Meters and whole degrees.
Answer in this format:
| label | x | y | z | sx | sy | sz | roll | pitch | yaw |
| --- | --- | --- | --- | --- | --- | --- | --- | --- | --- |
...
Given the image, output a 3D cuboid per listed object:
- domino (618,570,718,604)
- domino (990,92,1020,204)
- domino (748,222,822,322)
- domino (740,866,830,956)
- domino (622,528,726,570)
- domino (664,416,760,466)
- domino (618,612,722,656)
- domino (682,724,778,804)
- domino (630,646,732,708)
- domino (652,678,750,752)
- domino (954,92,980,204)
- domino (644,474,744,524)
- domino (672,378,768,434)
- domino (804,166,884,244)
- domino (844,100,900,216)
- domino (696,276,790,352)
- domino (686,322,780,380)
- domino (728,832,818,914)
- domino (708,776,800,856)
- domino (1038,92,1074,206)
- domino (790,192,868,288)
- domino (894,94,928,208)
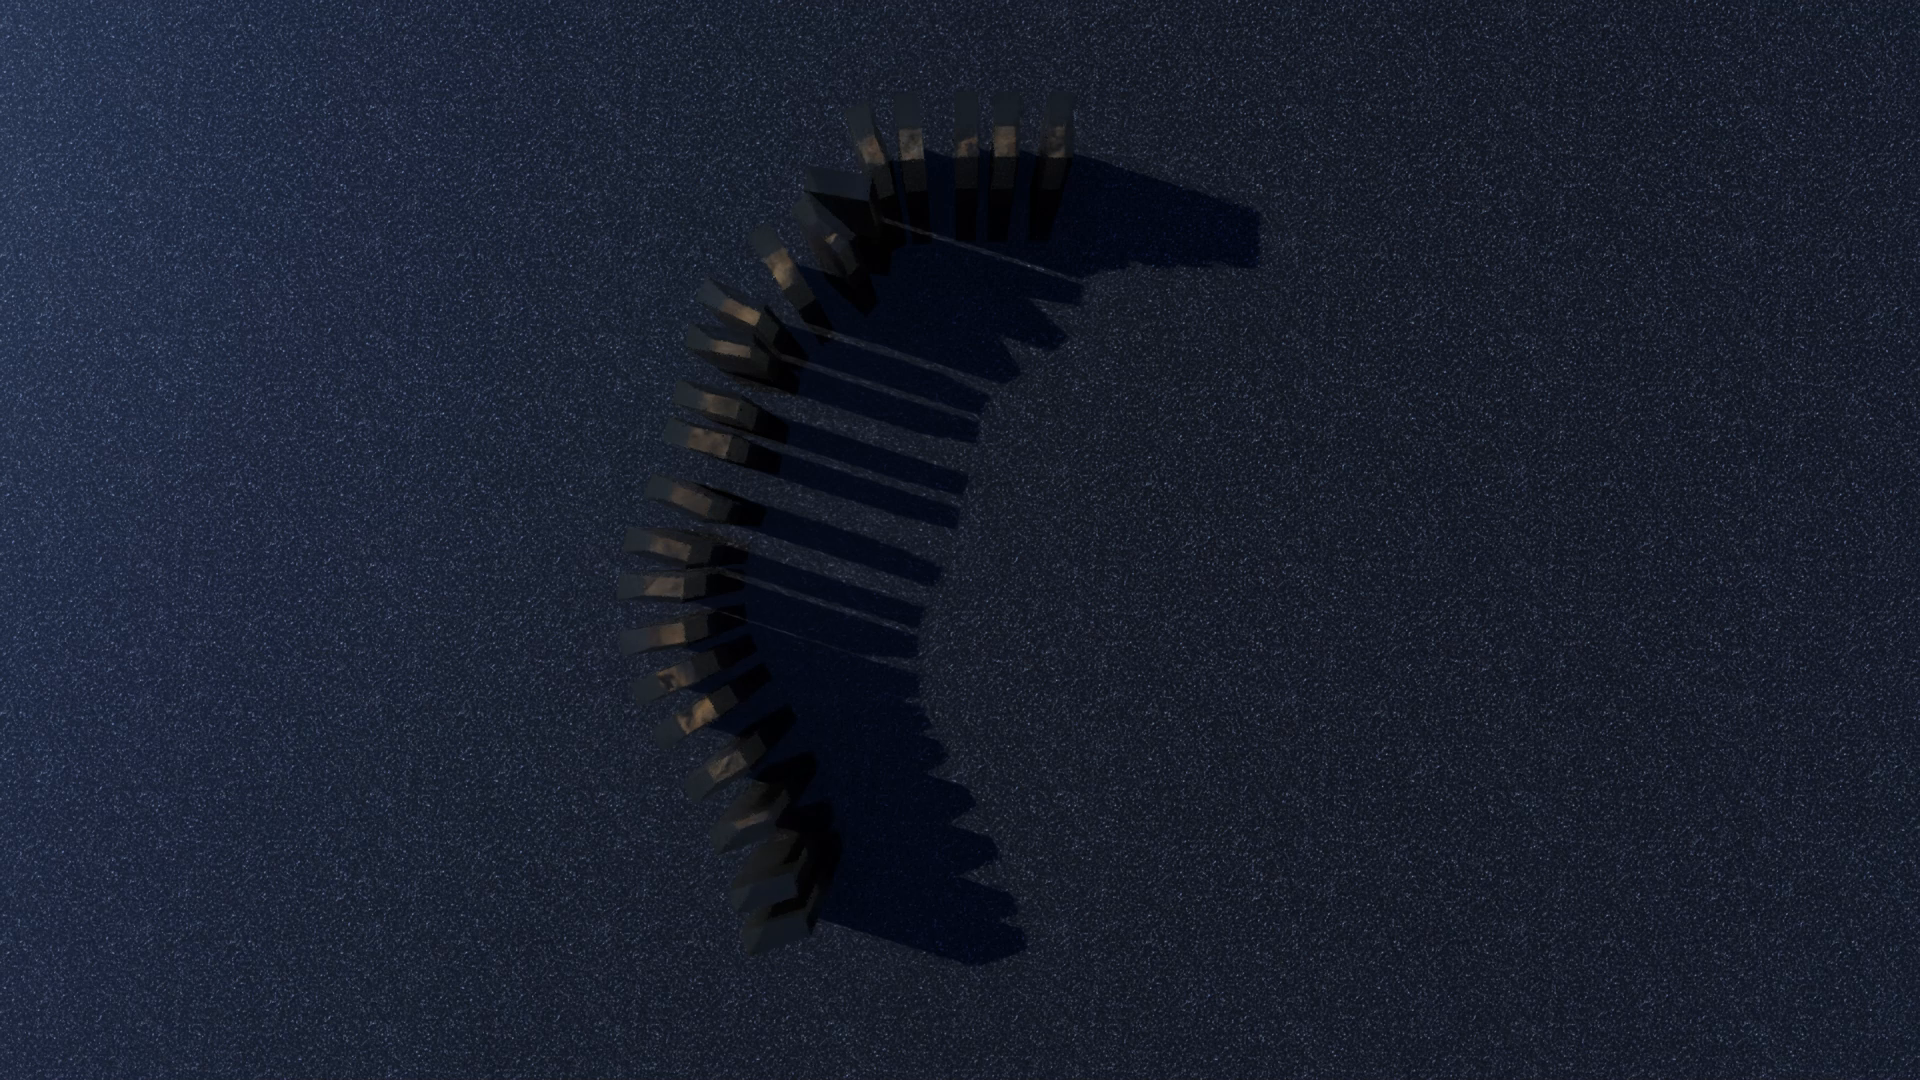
| label | x | y | z | sx | sy | sz | roll | pitch | yaw |
| --- | --- | --- | --- | --- | --- | --- | --- | --- | --- |
| domino | -0.118 | 0.019 | 0.375 | 0.025 | 0.050 | 0.009 | 3 | 90 | 0 |
| domino | 0.018 | -0.159 | 0.375 | 0.009 | 0.050 | 0.025 | 0 | 90 | 0 |
| domino | -0.071 | -0.108 | 0.375 | 0.009 | 0.050 | 0.025 | -33 | 90 | 0 |
| domino | -0.070 | 0.151 | 0.375 | 0.025 | 0.050 | 0.010 | -18 | 90 | 0 |
| domino | -0.116 | 0.003 | 0.375 | 0.025 | 0.050 | 0.010 | 16 | 90 | 0 |
| domino | -0.100 | -0.040 | 0.375 | 0.025 | 0.050 | 0.010 | 14 | 90 | 0 |
| domino | -0.117 | 0.038 | 0.375 | 0.025 | 0.050 | 0.009 | -9 | 90 | 0 |
| domino | -0.093 | 0.091 | 0.375 | 0.025 | 0.050 | 0.010 | -30 | 90 | 0 |
| domino | -0.113 | 0.055 | 0.375 | 0.025 | 0.050 | 0.009 | -22 | 90 | 0 |
| domino | -0.105 | 0.070 | 0.375 | 0.025 | 0.050 | 0.010 | -30 | 90 | 0 |
| domino | 0.003 | -0.159 | 0.375 | 0.010 | 0.050 | 0.025 | -1 | 90 | 0 |
| domino | -0.108 | -0.016 | 0.375 | 0.025 | 0.050 | 0.009 | 24 | 90 | 0 |
| domino | -0.097 | -0.054 | 0.375 | 0.025 | 0.050 | 0.009 | 14 | 90 | 0 |
| domino | -0.047 | -0.136 | 0.375 | 0.025 | 0.050 | 0.009 | 10 | 90 | 0 |
| domino | -0.035 | -0.155 | 0.375 | 0.010 | 0.050 | 0.025 | -22 | 90 | 0 |
| domino | -0.087 | -0.091 | 0.375 | 0.025 | 0.050 | 0.010 | 25 | 90 | 0 |
| domino | -0.092 | -0.076 | 0.375 | 0.025 | 0.050 | 0.010 | 11 | 90 | 0 |
| domino | -0.075 | 0.135 | 0.375 | 0.025 | 0.050 | 0.009 | -17 | 90 | 0 |
| domino | -0.083 | 0.112 | 0.375 | 0.025 | 0.050 | 0.010 | -21 | 90 | 0 |
| domino | 0.039 | -0.159 | 0.375 | 0.010 | 0.050 | 0.025 | 1 | 90 | 0 |
| domino | -0.052 | -0.121 | 0.375 | 0.025 | 0.050 | 0.009 | 43 | 90 | 0 |
| domino | -0.020 | -0.158 | 0.375 | 0.009 | 0.050 | 0.025 | -6 | 90 | 0 |
